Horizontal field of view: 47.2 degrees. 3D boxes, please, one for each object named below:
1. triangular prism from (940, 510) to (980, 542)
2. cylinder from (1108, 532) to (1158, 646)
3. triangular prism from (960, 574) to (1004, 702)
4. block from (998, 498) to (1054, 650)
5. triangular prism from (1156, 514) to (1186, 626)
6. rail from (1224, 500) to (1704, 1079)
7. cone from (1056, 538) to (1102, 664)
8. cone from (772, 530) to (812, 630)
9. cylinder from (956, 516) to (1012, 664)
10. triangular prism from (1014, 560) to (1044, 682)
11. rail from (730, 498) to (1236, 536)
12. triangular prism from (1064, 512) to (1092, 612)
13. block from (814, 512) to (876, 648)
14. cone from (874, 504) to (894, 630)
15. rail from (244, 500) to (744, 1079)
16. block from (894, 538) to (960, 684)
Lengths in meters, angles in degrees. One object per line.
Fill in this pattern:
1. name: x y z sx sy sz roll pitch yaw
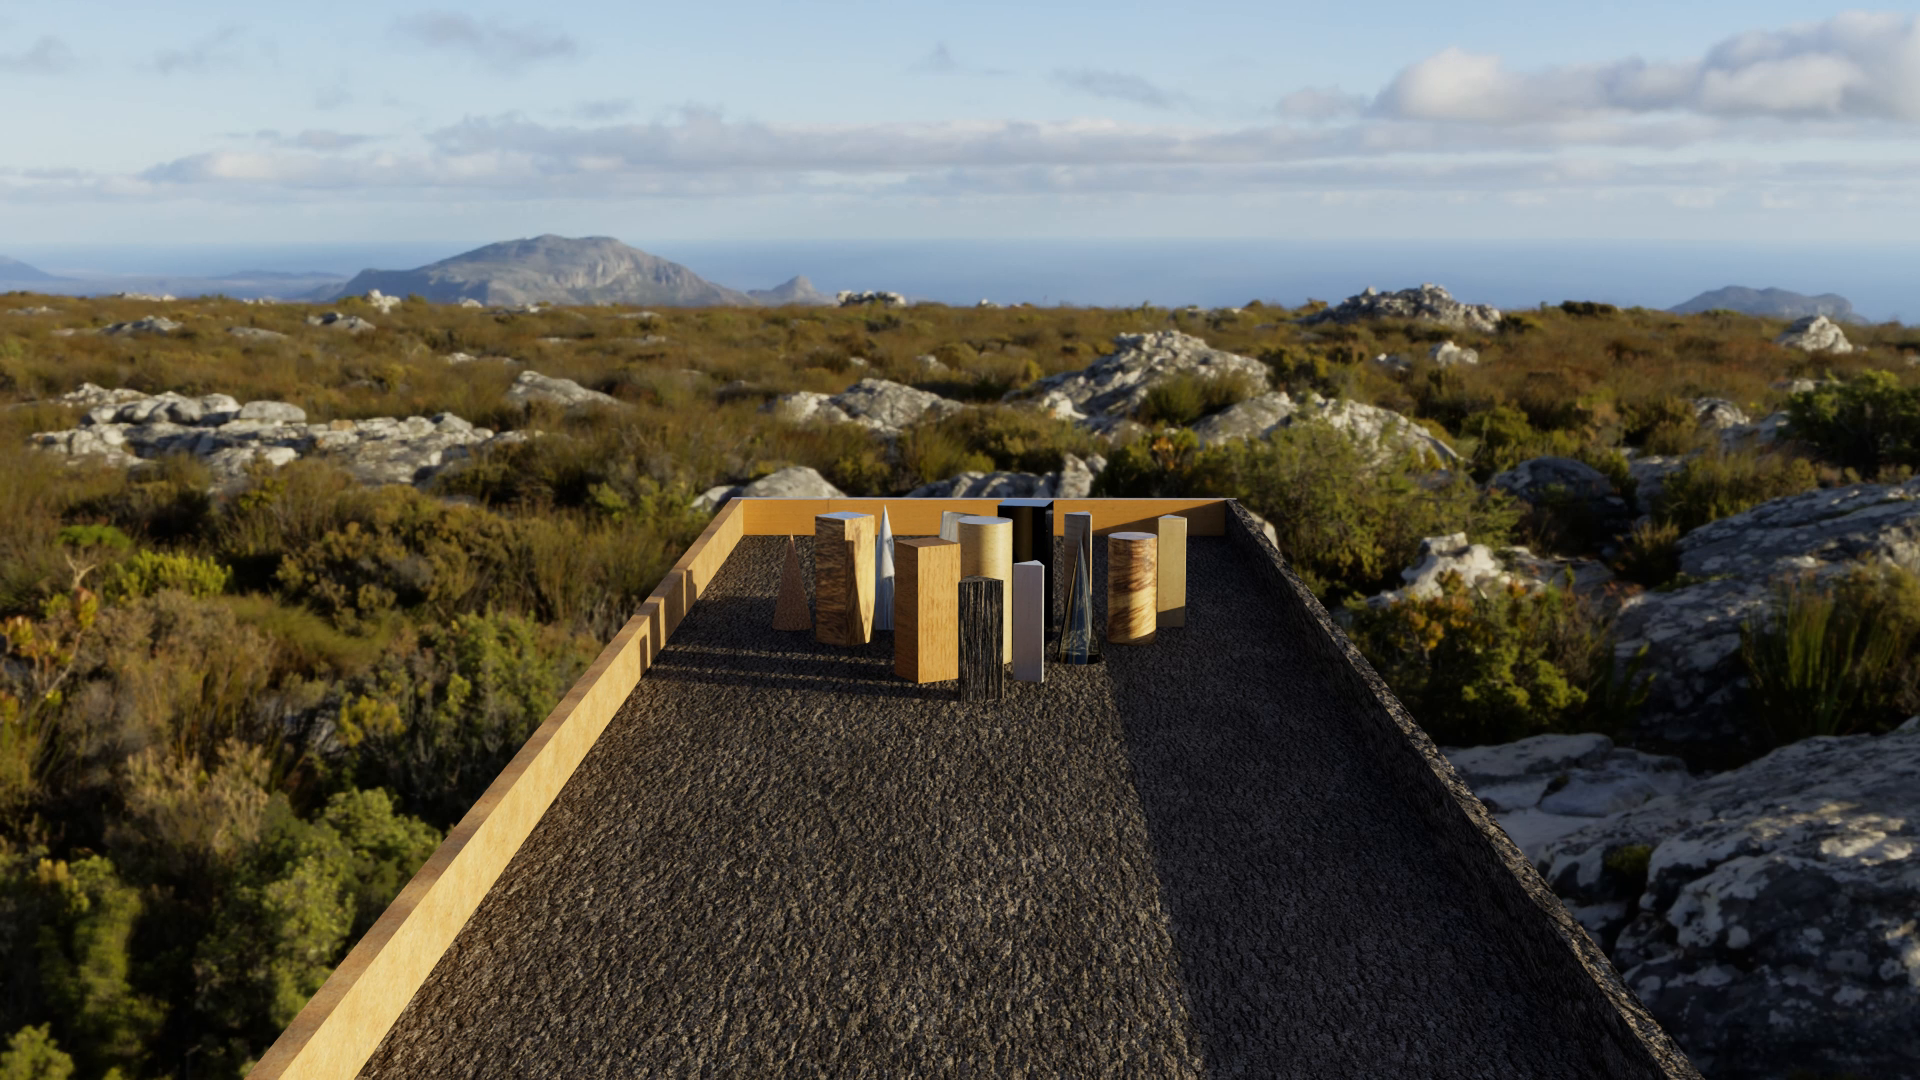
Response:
1. triangular prism: -0.039 0.114 6.975 0.130 0.406 0.113 6 0 -24
2. cylinder: 0.545 0.154 6.957 0.154 0.339 0.154 0 9 0
3. triangular prism: 0.043 0.274 6.202 0.131 0.338 0.114 -3 9 -17
4. block: 0.205 0.106 6.899 0.151 0.451 0.151 2 9 12
5. triangular prism: 0.688 0.100 7.228 0.093 0.360 0.080 -1 9 -4
6. rail: 1.046 0.843 3.208 0.050 0.150 12.000 0 9 1
7. cone: 0.363 0.173 6.675 0.143 0.389 0.143 0 9 0
8. cone: -0.550 0.125 7.191 0.133 0.322 0.133 0 9 0
9. cylinder: 0.075 0.153 6.674 0.168 0.430 0.168 0 9 0
10. triangular prism: 0.211 0.235 6.427 0.091 0.343 0.079 3 10 19
11. rail: 0.099 -0.098 9.147 2.100 0.150 0.050 0 9 1
12. triangular prism: 0.400 0.095 7.214 0.094 0.373 0.082 4 10 23
13. block: -0.363 0.122 6.950 0.133 0.404 0.133 8 12 41
14. cone: -0.245 0.080 7.213 0.172 0.403 0.172 0 9 0
15. rail: -1.004 0.839 3.234 0.050 0.150 12.000 0 9 1
16. block: -0.096 0.204 6.446 0.141 0.400 0.141 -5 10 -30
